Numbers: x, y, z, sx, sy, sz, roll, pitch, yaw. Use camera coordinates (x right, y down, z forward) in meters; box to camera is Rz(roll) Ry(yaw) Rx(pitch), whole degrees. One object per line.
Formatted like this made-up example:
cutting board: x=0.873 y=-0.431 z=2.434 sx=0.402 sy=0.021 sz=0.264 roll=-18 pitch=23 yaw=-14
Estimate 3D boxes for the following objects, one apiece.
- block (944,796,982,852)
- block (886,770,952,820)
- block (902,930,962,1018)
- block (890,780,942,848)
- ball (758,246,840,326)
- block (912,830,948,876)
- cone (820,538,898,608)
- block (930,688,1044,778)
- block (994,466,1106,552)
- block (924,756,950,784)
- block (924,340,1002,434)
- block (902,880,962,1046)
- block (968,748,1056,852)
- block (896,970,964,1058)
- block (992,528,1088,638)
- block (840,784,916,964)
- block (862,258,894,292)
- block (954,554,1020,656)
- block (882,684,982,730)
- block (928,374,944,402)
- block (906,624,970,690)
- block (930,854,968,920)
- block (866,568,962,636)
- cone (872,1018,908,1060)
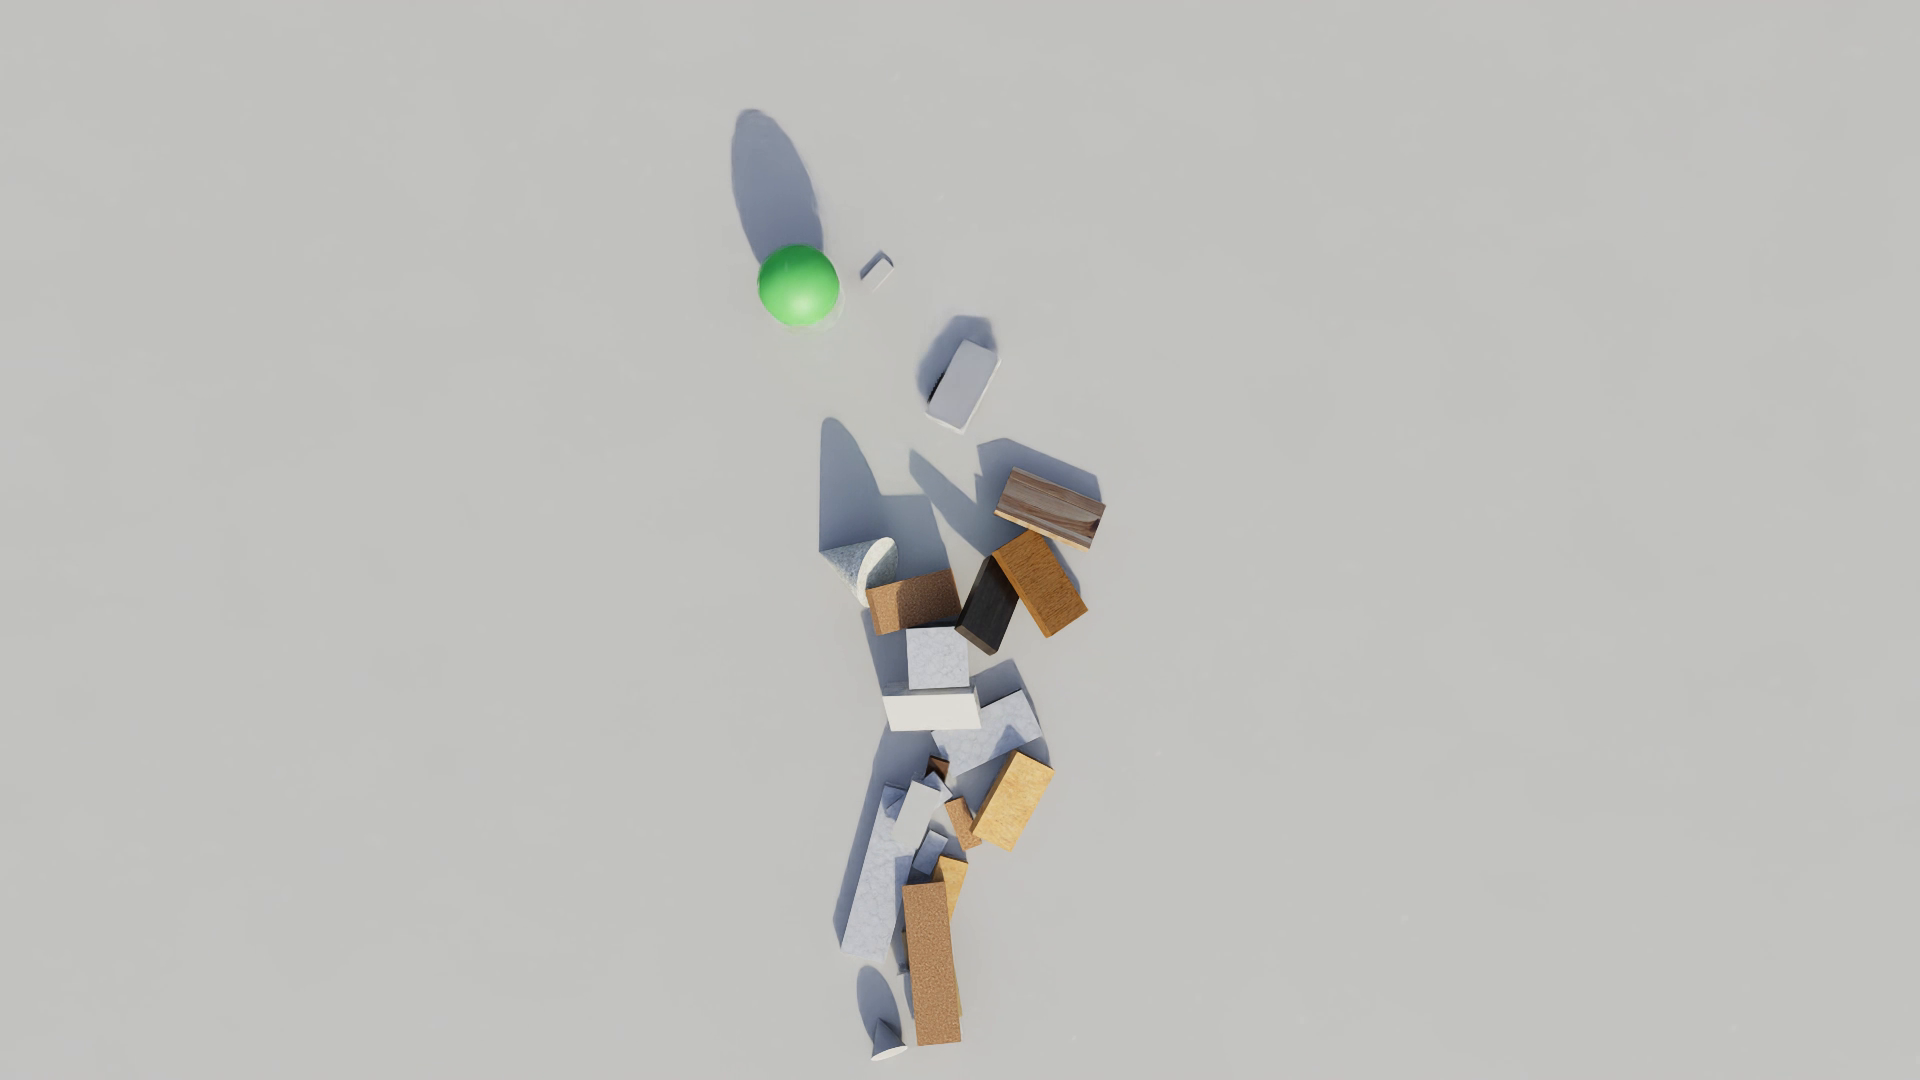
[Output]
block: x=0.011 y=0.944 z=5.490 sx=0.068 sy=0.019 sz=0.169 roll=-21 pitch=90 yaw=0
block: x=-0.133 y=0.863 z=5.437 sx=0.202 sy=0.029 sz=0.101 roll=-39 pitch=90 yaw=3
block: x=-0.093 y=1.439 z=5.478 sx=0.154 sy=0.044 sz=0.308 roll=-10 pitch=90 yaw=0
block: x=-0.145 y=0.898 z=5.410 sx=0.101 sy=0.029 sz=0.202 roll=22 pitch=92 yaw=1
ball: x=-0.525 y=-0.827 z=5.369 sx=0.262 sy=0.262 sz=0.262 roll=0 pitch=90 yaw=0
block: x=-0.100 y=1.039 z=5.490 sx=0.068 sy=0.019 sz=0.137 roll=27 pitch=90 yaw=0
cone: x=-0.371 y=0.073 z=5.446 sx=0.239 sy=0.239 sz=0.239 roll=18 pitch=90 yaw=27
block: x=0.089 y=0.640 z=5.476 sx=0.333 sy=0.047 sz=0.167 roll=-25 pitch=90 yaw=0
block: x=0.298 y=-0.101 z=5.451 sx=0.333 sy=0.047 sz=0.167 roll=23 pitch=71 yaw=0
block: x=-0.081 y=0.787 z=5.463 sx=0.068 sy=0.019 sz=0.137 roll=17 pitch=108 yaw=13
block: x=0.011 y=-0.509 z=5.453 sx=0.141 sy=0.040 sz=0.282 roll=26 pitch=83 yaw=8
block: x=-0.094 y=1.384 z=5.398 sx=0.141 sy=0.040 sz=0.512 roll=-6 pitch=82 yaw=2
block: x=0.172 y=0.862 z=5.455 sx=0.154 sy=0.044 sz=0.308 roll=29 pitch=90 yaw=-18
block: x=-0.098 y=1.545 z=5.436 sx=0.141 sy=0.040 sz=0.282 roll=-17 pitch=90 yaw=0
block: x=0.265 y=0.138 z=5.442 sx=0.167 sy=0.047 sz=0.333 roll=-32 pitch=90 yaw=-26
block: x=-0.249 y=1.107 z=5.478 sx=0.154 sy=0.044 sz=0.570 roll=15 pitch=90 yaw=0
block: x=-0.273 y=-0.884 z=5.493 sx=0.052 sy=0.015 sz=0.104 roll=43 pitch=90 yaw=0
block: x=0.099 y=0.211 z=5.369 sx=0.153 sy=0.043 sz=0.305 roll=38 pitch=51 yaw=-17
block: x=-0.089 y=0.551 z=5.406 sx=0.305 sy=0.043 sz=0.153 roll=-3 pitch=126 yaw=13
block: x=-0.060 y=-0.498 z=5.493 sx=0.052 sy=0.015 sz=0.104 roll=27 pitch=90 yaw=0
block: x=-0.071 y=0.378 z=5.403 sx=0.194 sy=0.194 sz=0.194 roll=-3 pitch=90 yaw=0
block: x=-0.051 y=1.154 z=5.476 sx=0.101 sy=0.029 sz=0.202 roll=18 pitch=91 yaw=-9
block: x=-0.149 y=0.202 z=5.408 sx=0.305 sy=0.043 sz=0.153 roll=-14 pitch=90 yaw=-28
cone: x=-0.253 y=1.642 z=5.472 sx=0.126 sy=0.126 sz=0.126 roll=-21 pitch=64 yaw=0
